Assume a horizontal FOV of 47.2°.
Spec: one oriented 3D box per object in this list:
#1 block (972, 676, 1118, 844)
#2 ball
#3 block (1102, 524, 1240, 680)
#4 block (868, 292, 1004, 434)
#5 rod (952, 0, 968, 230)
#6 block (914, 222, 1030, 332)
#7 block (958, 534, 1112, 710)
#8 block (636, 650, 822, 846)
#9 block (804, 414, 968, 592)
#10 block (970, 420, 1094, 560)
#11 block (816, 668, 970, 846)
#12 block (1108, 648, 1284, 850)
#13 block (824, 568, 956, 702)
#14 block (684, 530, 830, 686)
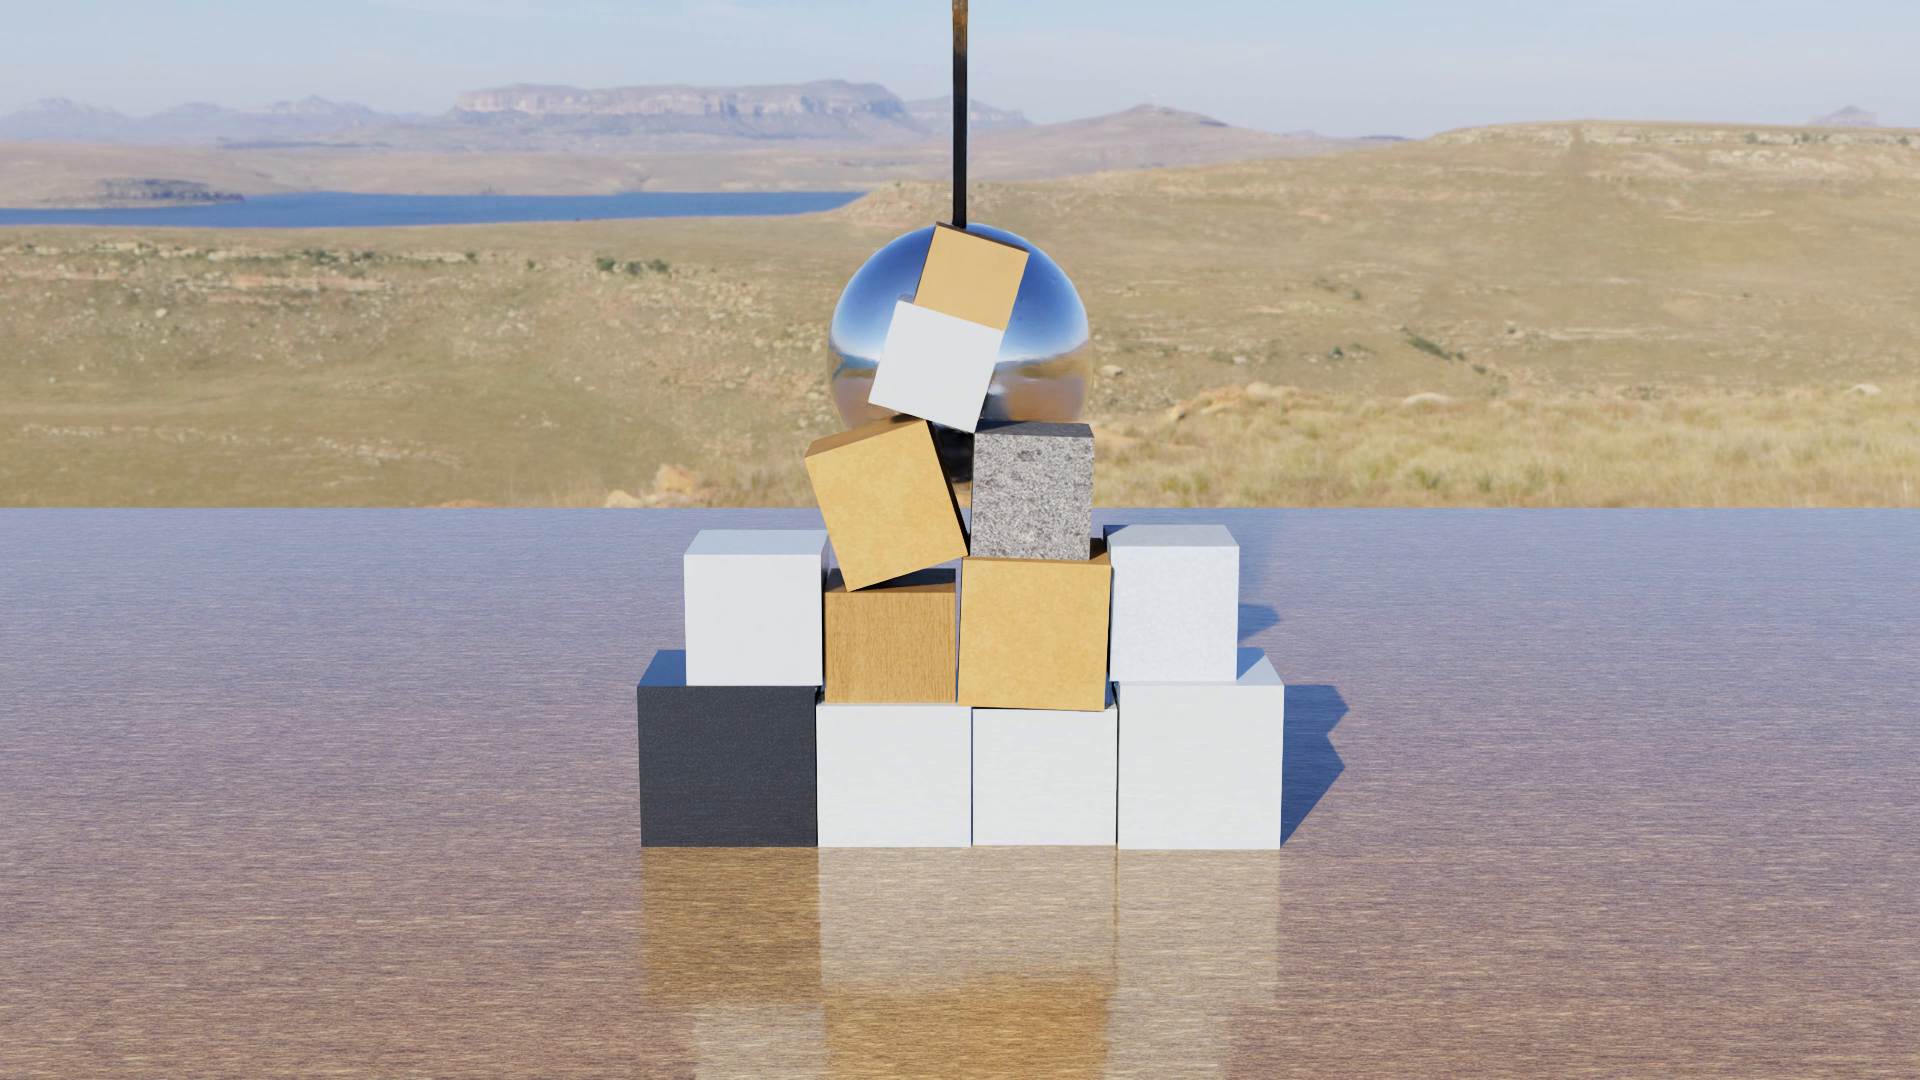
[{"bbox_3d":[0.424,1.130,11.381,0.720,0.705,0.701,0,10,0],"label":"block"},{"bbox_3d":[0.000,-1.085,13.091,1.600,1.600,1.600,0,10,0],"label":"ball"},{"bbox_3d":[1.063,0.312,11.231,0.632,0.682,0.628,0,10,0],"label":"block"},{"bbox_3d":[-0.120,-0.897,11.036,0.544,0.523,0.532,16,10,-4],"label":"block"},{"bbox_3d":[0.000,-4.013,11.364,0.080,5.200,0.080,0,31,0],"label":"rod"},{"bbox_3d":[0.052,-1.316,10.937,0.469,0.399,0.487,16,10,-4],"label":"block"},{"bbox_3d":[0.366,0.407,11.250,0.729,0.739,0.757,2,10,0],"label":"block"},{"bbox_3d":[-1.164,1.064,11.384,0.880,0.833,0.795,0,10,0],"label":"block"},{"bbox_3d":[-0.364,-0.219,11.153,0.628,0.703,0.611,-17,10,3],"label":"block"},{"bbox_3d":[0.357,-0.260,11.132,0.591,0.614,0.558,2,10,0],"label":"block"},{"bbox_3d":[-0.330,1.115,11.398,0.768,0.728,0.801,0,10,0],"label":"block"},{"bbox_3d":[1.199,1.062,11.368,0.810,0.843,0.834,0,10,0],"label":"block"},{"bbox_3d":[-0.349,0.482,11.271,0.653,0.563,0.635,0,10,0],"label":"block"},{"bbox_3d":[-1.022,0.335,11.227,0.674,0.659,0.703,0,10,0],"label":"block"}]
